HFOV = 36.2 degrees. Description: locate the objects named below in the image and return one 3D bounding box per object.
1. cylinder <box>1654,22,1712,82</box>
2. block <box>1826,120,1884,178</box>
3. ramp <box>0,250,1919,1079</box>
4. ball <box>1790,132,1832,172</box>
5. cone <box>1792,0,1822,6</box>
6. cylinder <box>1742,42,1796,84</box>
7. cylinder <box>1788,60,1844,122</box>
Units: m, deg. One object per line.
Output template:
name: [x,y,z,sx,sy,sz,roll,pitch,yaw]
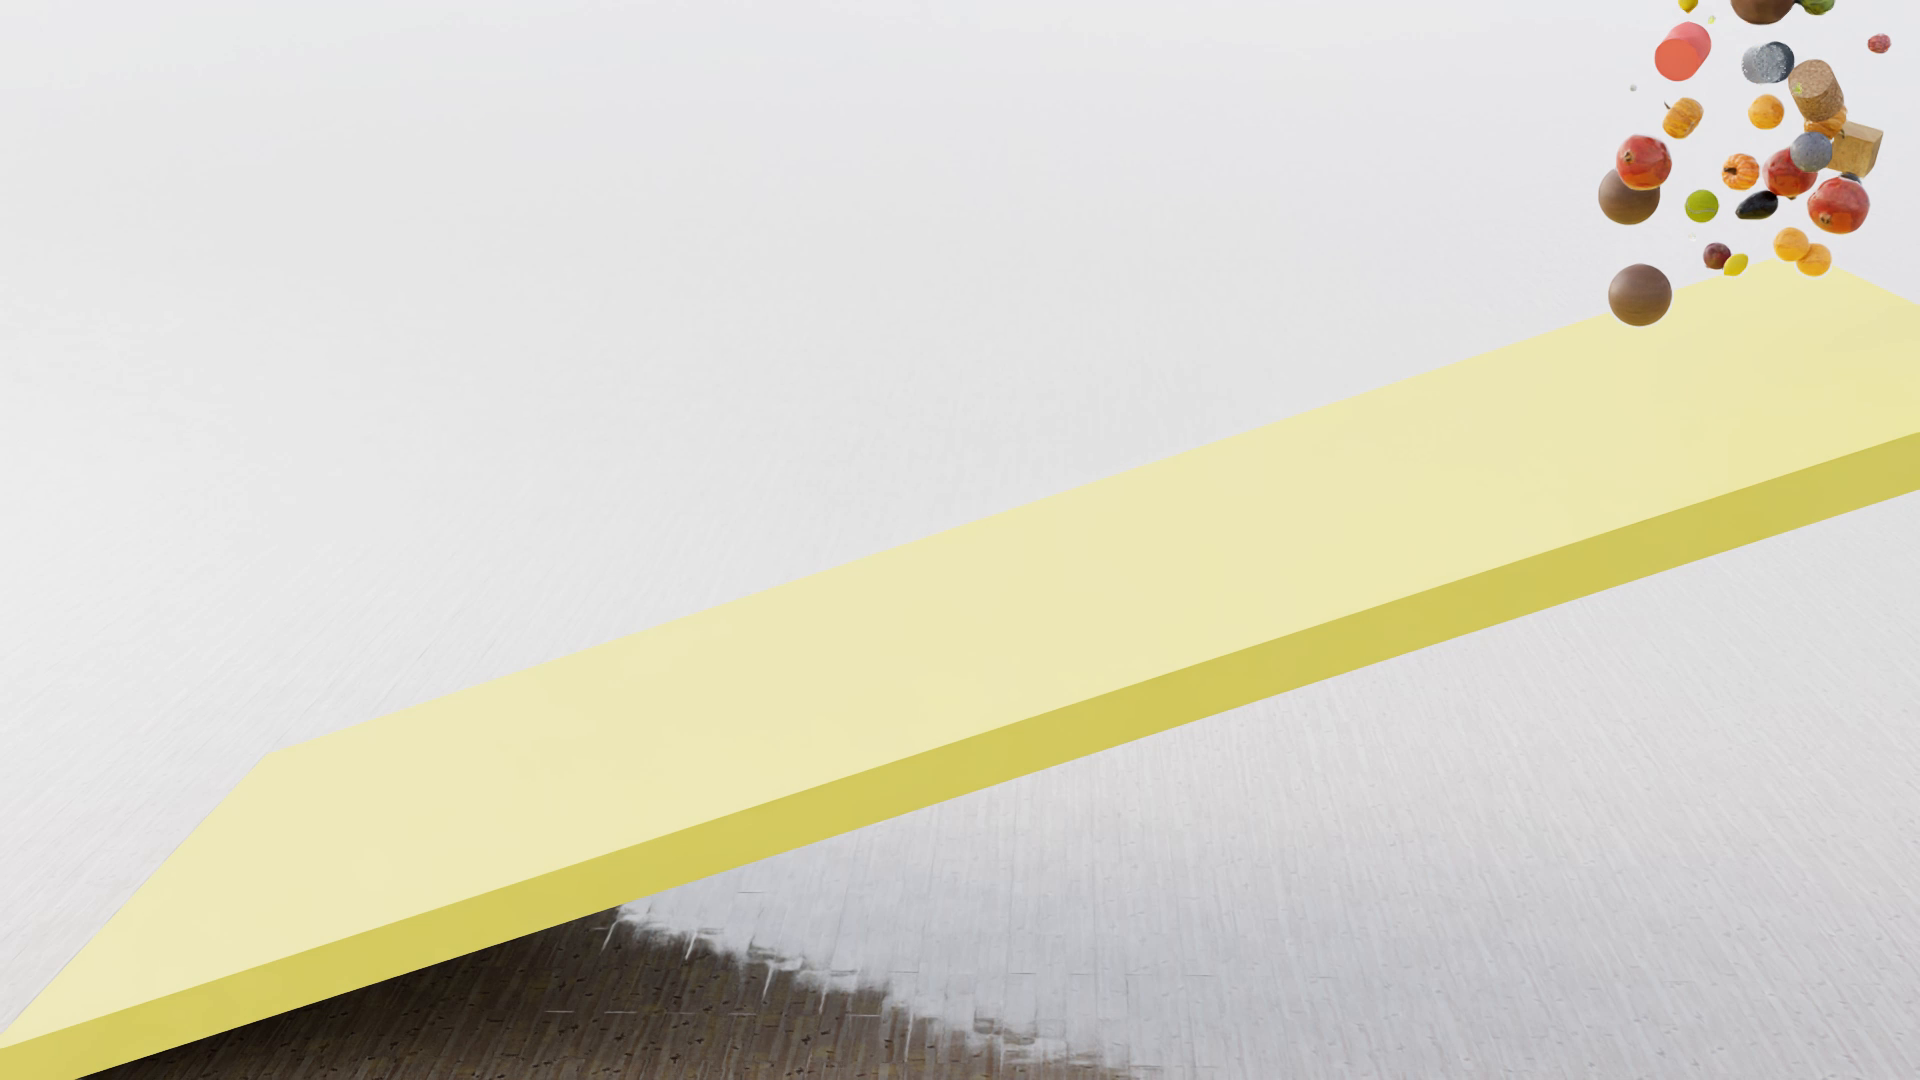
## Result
cylinder: [1.463,-0.988,5.952,0.092,0.092,0.092,7,33,28]
block: [1.812,-0.791,5.954,0.079,0.079,0.079,21,34,23]
ramp: [0.108,0.180,6.304,4.000,0.100,2.000,-18,11,6]
ball: [1.693,-0.772,5.846,0.081,0.081,0.081,0,12,0]
cone: [1.671,-1.118,5.807,0.088,0.088,0.088,11,-28,41]
cylinder: [1.658,-0.979,6.037,0.083,0.083,0.083,-1,7,-5]
cylinder: [1.692,-0.889,5.817,0.089,0.089,0.089,8,-19,34]
